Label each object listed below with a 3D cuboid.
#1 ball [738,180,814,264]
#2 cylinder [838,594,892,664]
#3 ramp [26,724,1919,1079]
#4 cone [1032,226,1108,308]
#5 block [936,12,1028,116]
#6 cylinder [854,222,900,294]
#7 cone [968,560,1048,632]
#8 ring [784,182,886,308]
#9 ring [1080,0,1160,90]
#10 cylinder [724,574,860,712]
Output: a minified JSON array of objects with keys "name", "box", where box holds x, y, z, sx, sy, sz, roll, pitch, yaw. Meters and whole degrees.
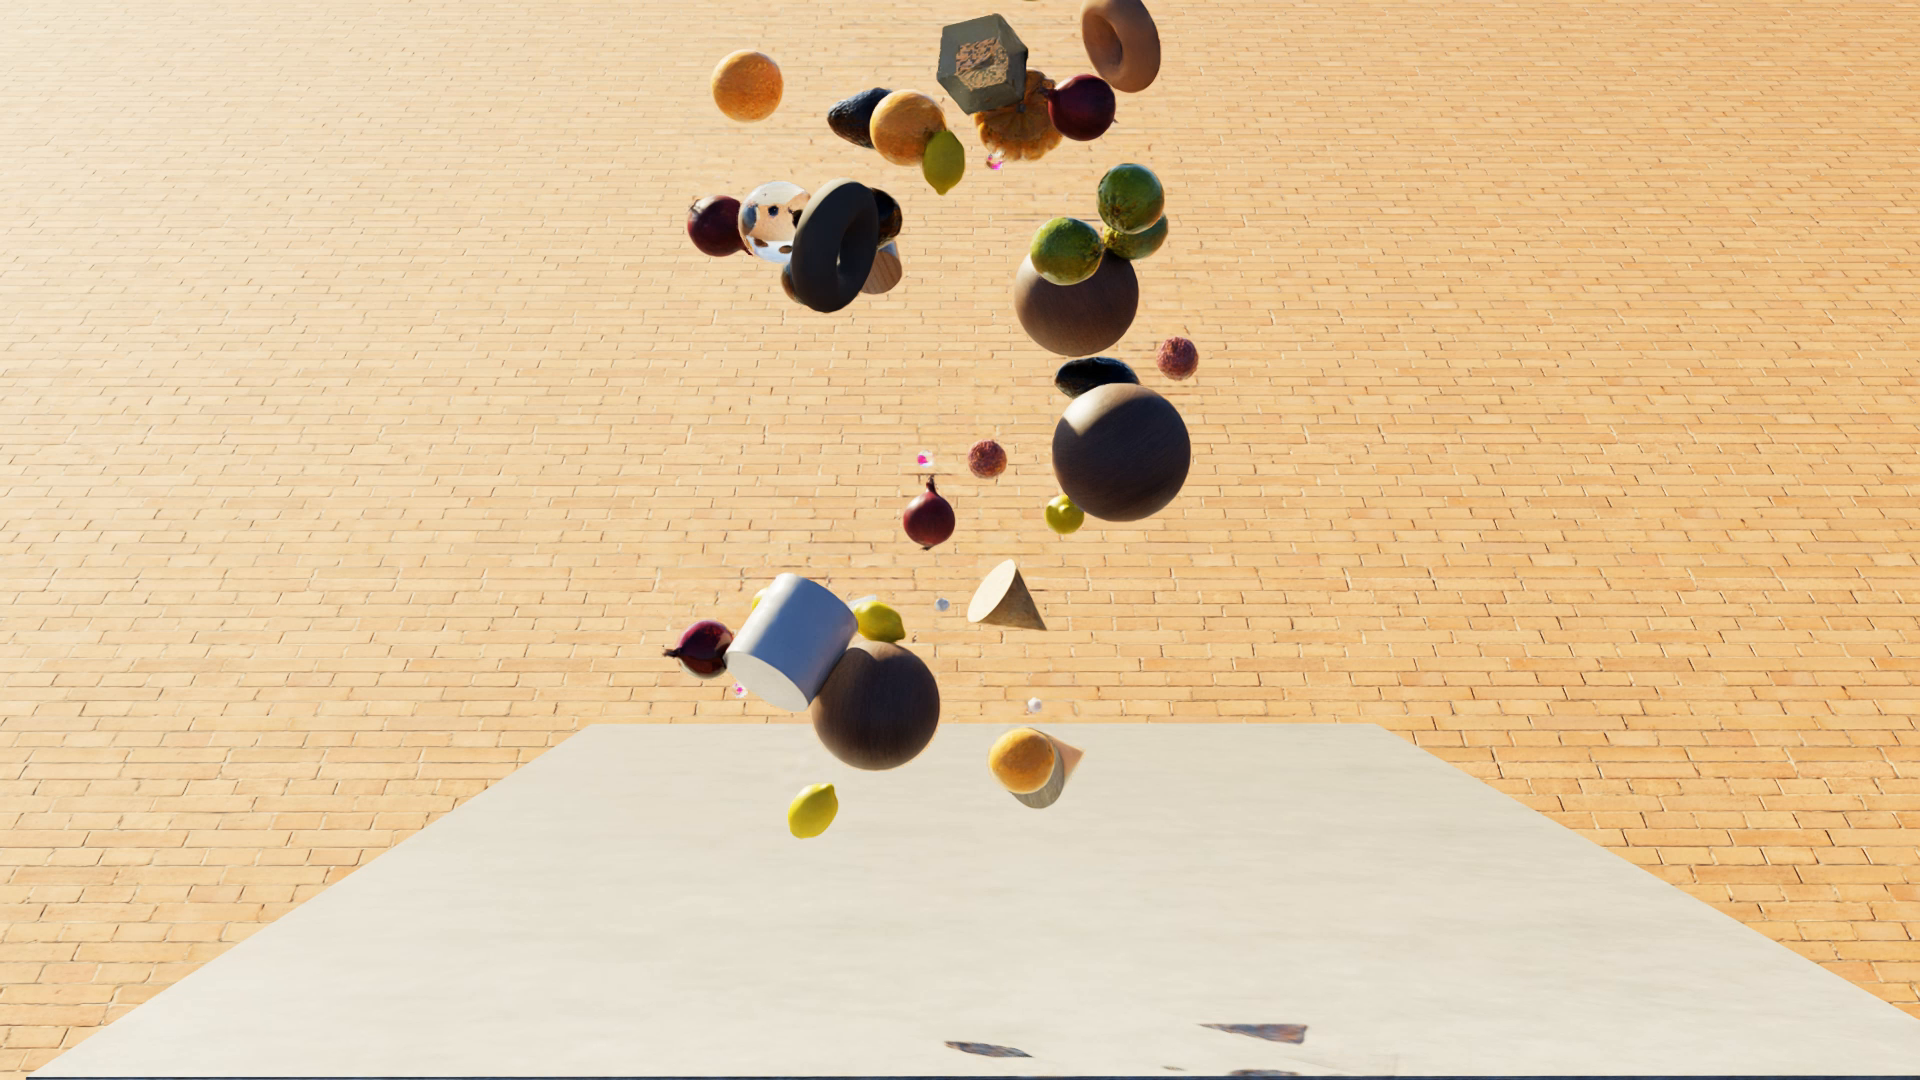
[{"name":"ball","box":[-0.161,-0.283,2.295,0.073,0.073,0.073,0,27,0]},{"name":"cylinder","box":[-0.108,0.093,2.709,0.060,0.060,0.060,-17,28,1]},{"name":"ramp","box":[0.061,0.553,4.590,2.000,0.100,4.000,0,1,0]},{"name":"cone","box":[0.106,-0.297,2.799,0.086,0.086,0.086,-7,10,-14]},{"name":"block","box":[0.021,-0.442,2.397,0.060,0.060,0.060,-9,61,27]},{"name":"cylinder","box":[-0.085,-0.277,2.532,0.052,0.052,0.052,0,52,-1]},{"name":"cone","box":[0.061,0.072,2.613,0.075,0.075,0.075,36,20,-18]},{"name":"ring","box":[-0.110,-0.260,2.282,0.040,0.121,0.121,31,37,19]},{"name":"ring","box":[0.158,-0.495,2.550,0.037,0.111,0.111,-29,36,-17]},{"name":"cylinder","box":[-0.165,0.100,2.519,0.097,0.097,0.097,17,62,30]}]
